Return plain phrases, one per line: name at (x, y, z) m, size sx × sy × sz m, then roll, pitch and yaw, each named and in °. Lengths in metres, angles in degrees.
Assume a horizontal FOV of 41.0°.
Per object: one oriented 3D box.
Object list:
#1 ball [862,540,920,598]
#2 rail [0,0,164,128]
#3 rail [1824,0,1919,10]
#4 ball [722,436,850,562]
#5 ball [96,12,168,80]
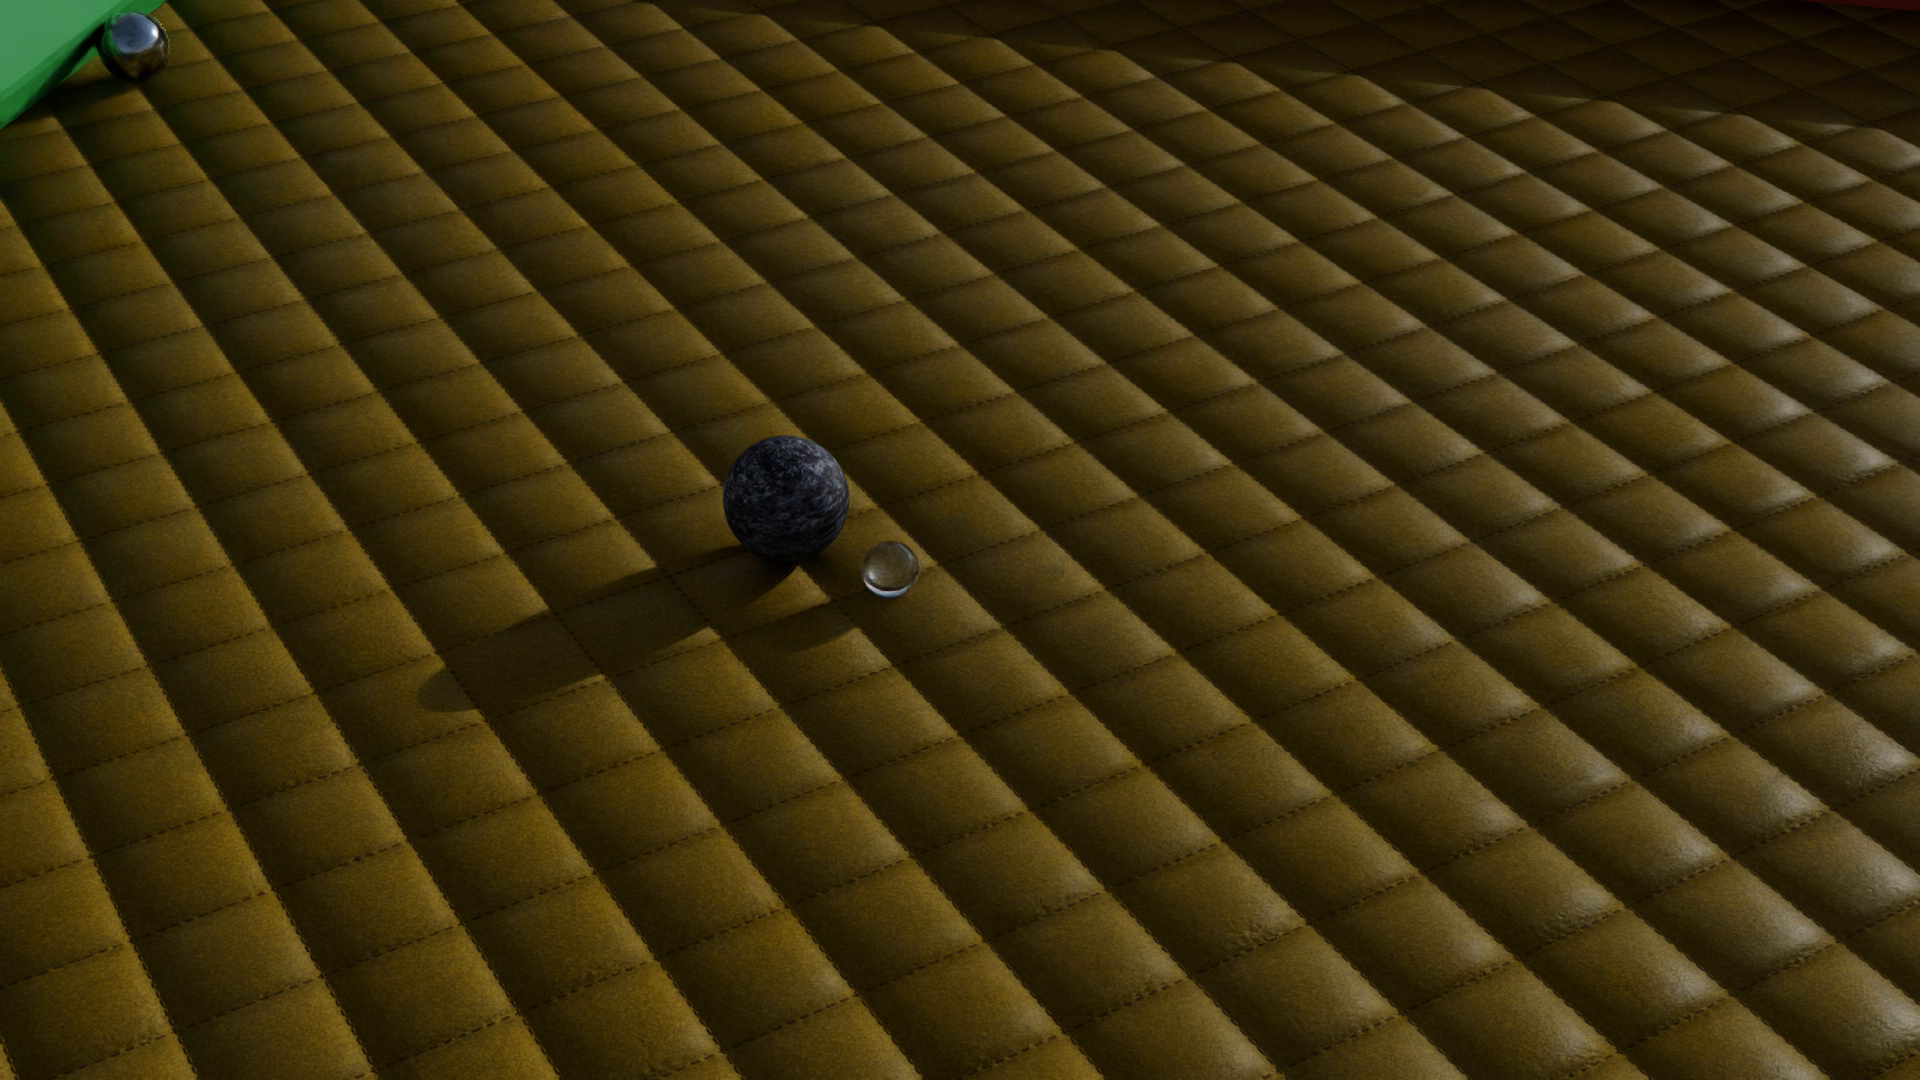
ball at (-0.050, 0.021, 1.832) m, size 0.042 × 0.042 × 0.042 m, roll 0°, pitch 35°, yaw 0°
rail at (-1.022, -0.171, 2.041) m, size 0.045 × 0.119 × 2.486 m, roll 8°, pitch 35°, yaw 12°
rail at (1.342, -0.549, 2.587) m, size 4.311 × 0.119 × 0.045 m, roll 8°, pitch 35°, yaw 12°
ball at (-0.126, -0.030, 1.862) m, size 0.092 × 0.092 × 0.092 m, roll 0°, pitch 35°, yaw 0°
ball at (-0.823, -0.491, 2.551) m, size 0.068 × 0.068 × 0.068 m, roll 0°, pitch 35°, yaw 0°
